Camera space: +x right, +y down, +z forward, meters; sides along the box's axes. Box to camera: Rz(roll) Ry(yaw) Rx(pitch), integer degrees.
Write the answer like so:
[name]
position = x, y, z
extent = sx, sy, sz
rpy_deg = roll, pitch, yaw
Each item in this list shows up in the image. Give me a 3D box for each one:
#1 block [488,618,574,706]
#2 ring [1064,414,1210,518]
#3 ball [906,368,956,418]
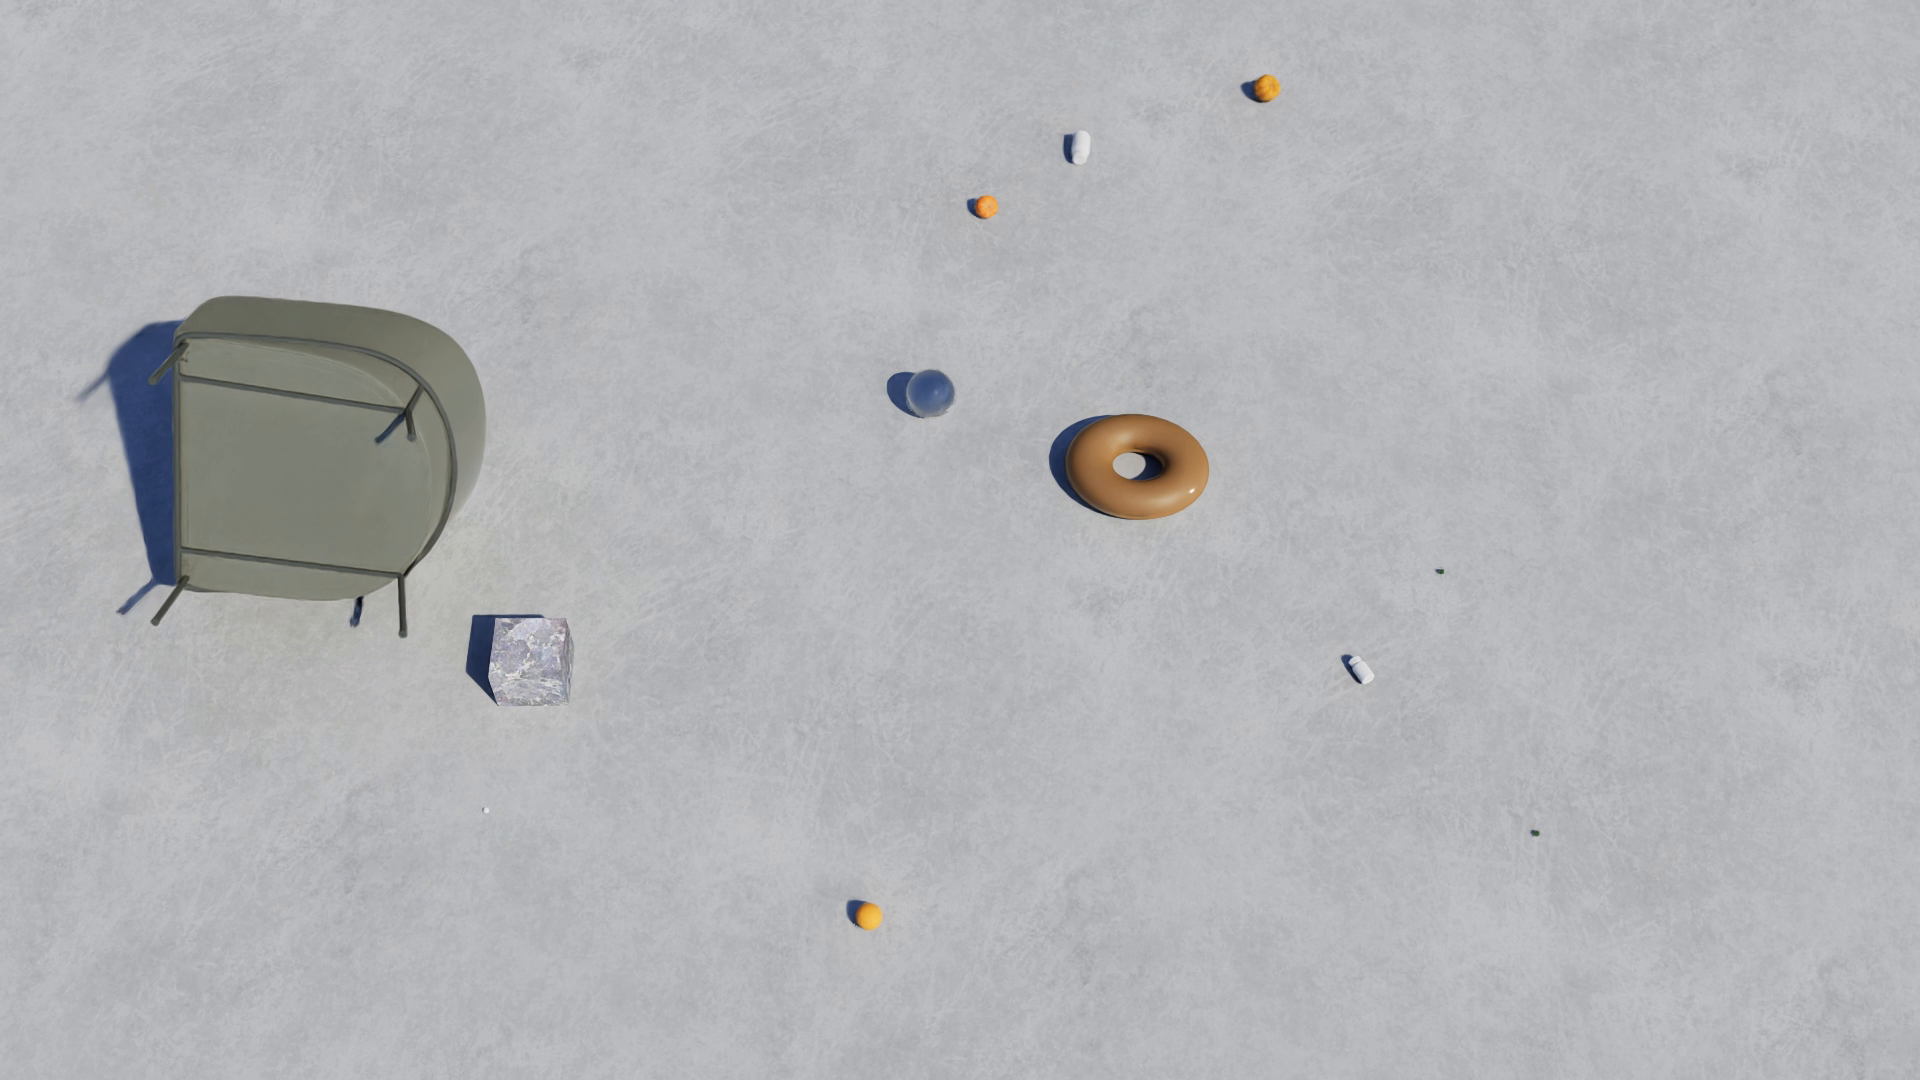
[block]
position = -1.214, 0.347, 6.243
extent = 0.200, 0.162, 0.193
rpy_deg = 0, 56, 0
[ring]
position = 0.535, -0.224, 6.663
extent = 0.441, 0.105, 0.373
rpy_deg = 5, 57, 3
[ball]
position = -0.090, -0.453, 6.788
extent = 0.150, 0.150, 0.150
rpy_deg = 0, 56, 0
